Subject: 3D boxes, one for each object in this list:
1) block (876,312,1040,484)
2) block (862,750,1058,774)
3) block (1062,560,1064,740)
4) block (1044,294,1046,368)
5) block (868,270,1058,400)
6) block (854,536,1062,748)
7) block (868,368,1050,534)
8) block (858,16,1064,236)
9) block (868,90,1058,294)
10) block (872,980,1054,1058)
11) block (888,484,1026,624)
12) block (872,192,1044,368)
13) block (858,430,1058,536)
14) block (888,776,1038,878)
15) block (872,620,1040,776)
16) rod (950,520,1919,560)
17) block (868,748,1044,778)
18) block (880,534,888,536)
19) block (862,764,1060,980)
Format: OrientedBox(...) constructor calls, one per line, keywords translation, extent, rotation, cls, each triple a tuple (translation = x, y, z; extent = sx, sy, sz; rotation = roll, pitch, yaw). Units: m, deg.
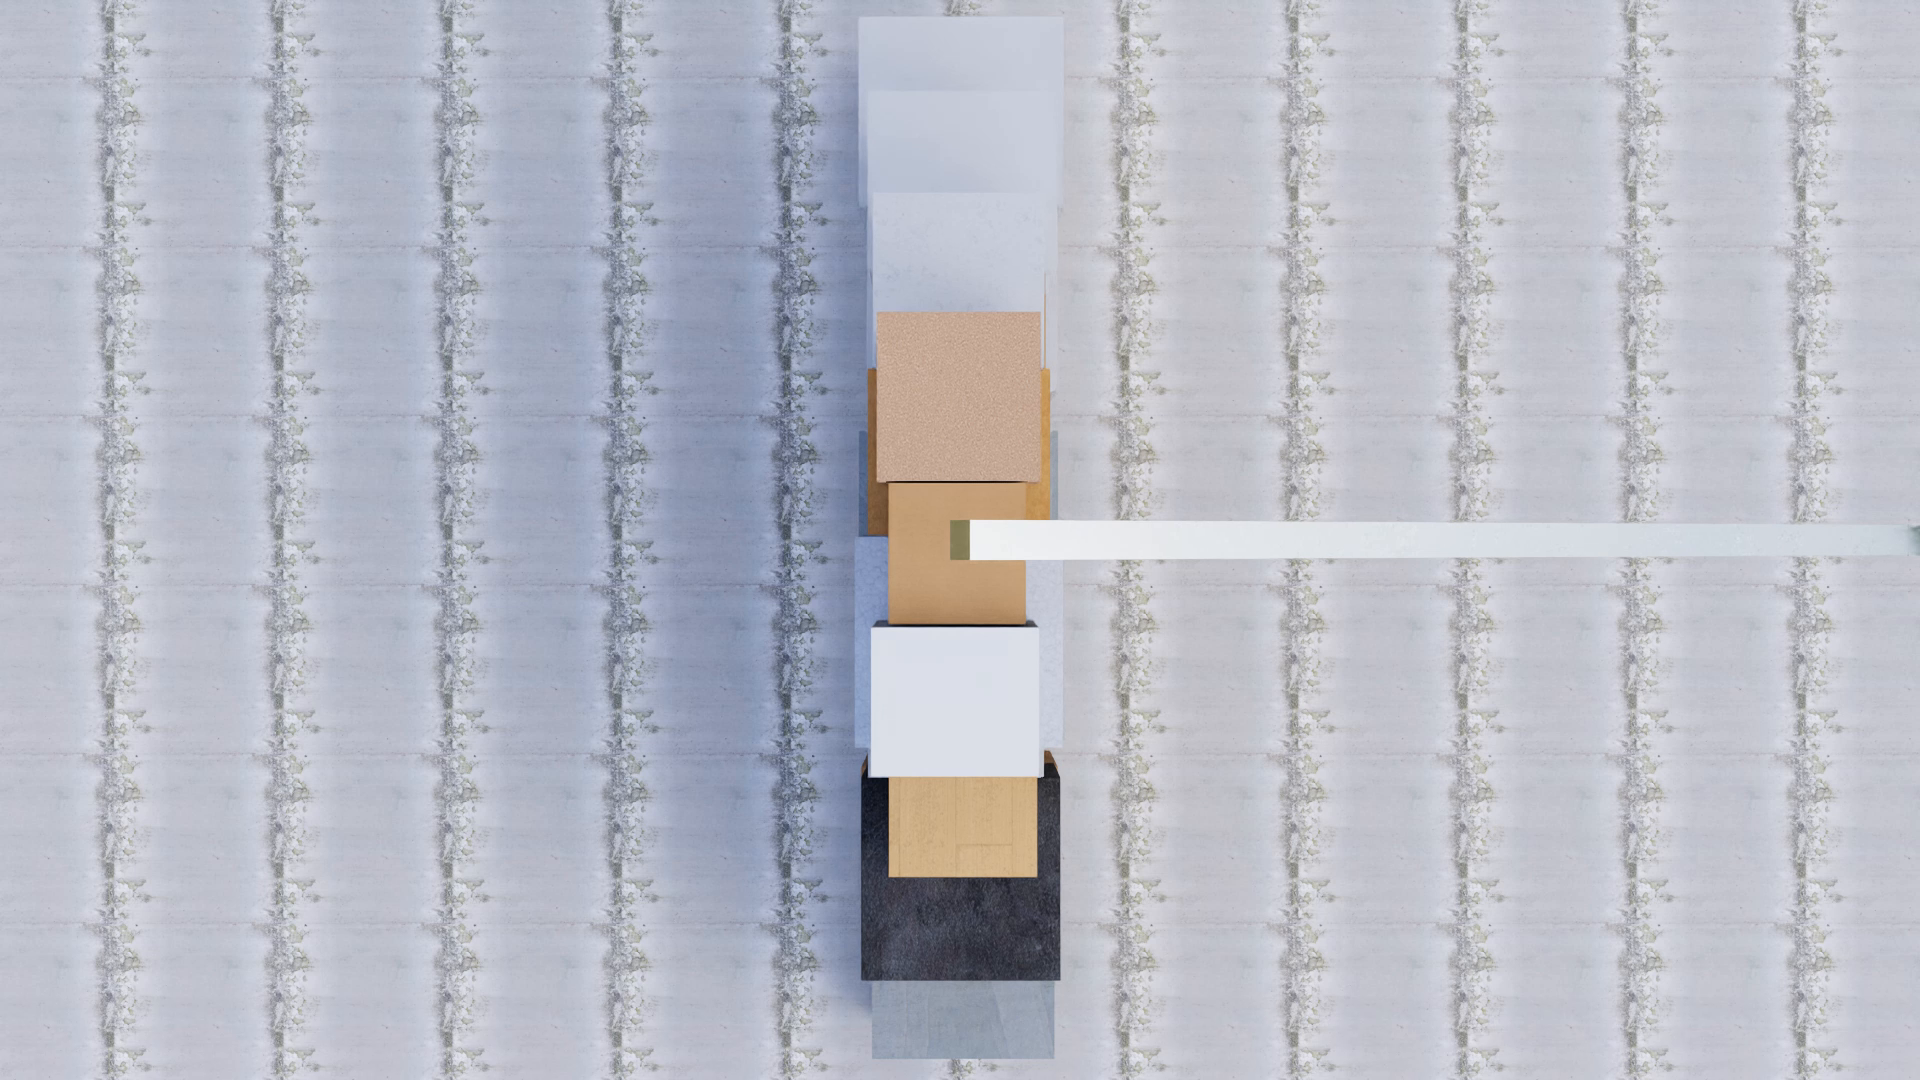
OrientedBox(translation=(-0.004, -0.577, 9.118), extent=(0.656, 0.638, 0.682), rotation=(0, 91, 0), cls="block")
OrientedBox(translation=(-0.002, 1.676, 11.540), extent=(0.988, 0.976, 1.058), rotation=(0, 89, 0), cls="block")
OrientedBox(translation=(0.008, 0.607, 12.552), extent=(1.133, 0.896, 0.987), rotation=(0, 90, 0), cls="block")
OrientedBox(translation=(0.007, -1.019, 11.561), extent=(0.849, 0.953, 0.934), rotation=(0, 90, 0), cls="block")
OrientedBox(translation=(0.013, -1.305, 12.519), extent=(1.043, 0.963, 0.973), rotation=(0, 90, 0), cls="block")
OrientedBox(translation=(-0.006, 0.432, 9.833), extent=(0.885, 0.940, 0.899), rotation=(0, 91, 0), cls="block")
OrientedBox(translation=(-0.005, -0.385, 9.833), extent=(0.784, 0.787, 0.714), rotation=(0, 91, 0), cls="block")
OrientedBox(translation=(0.006, -2.320, 12.462), extent=(1.110, 1.077, 1.036), rotation=(0, 90, 0), cls="block")
OrientedBox(translation=(0.011, -1.667, 10.652), extent=(0.880, 0.869, 0.834), rotation=(0, 89, 0), cls="block")
OrientedBox(translation=(0.018, 2.392, 12.513), extent=(0.998, 0.974, 0.892), rotation=(0, 90, 0), cls="block")
OrientedBox(translation=(-0.011, 0.052, 9.077), extent=(0.549, 0.565, 0.564), rotation=(0, 91, 0), cls="block")
OrientedBox(translation=(-0.006, -1.130, 9.854), extent=(0.740, 0.723, 0.757), rotation=(0, 91, 0), cls="block")
OrientedBox(translation=(-0.008, -0.088, 11.594), extent=(1.004, 1.023, 0.918), rotation=(0, 89, 0), cls="block")
OrientedBox(translation=(0.014, 1.189, 10.026), extent=(0.658, 0.537, 0.613), rotation=(0, 90, 0), cls="block")
OrientedBox(translation=(-0.019, 0.639, 9.036), extent=(0.665, 0.657, 0.590), rotation=(0, 91, 0), cls="block")
OrientedBox(translation=(2.234, 0.000, 5.755), extent=(5.200, 0.080, 0.080), rotation=(0, 90, -31), cls="rod")
OrientedBox(translation=(-0.018, 0.656, 10.693), extent=(0.824, 0.776, 0.909), rotation=(0, 91, 0), cls="block")
OrientedBox(translation=(-0.005, -0.155, 10.719), extent=(0.749, 0.728, 0.687), rotation=(0, 89, 0), cls="block")
OrientedBox(translation=(0.004, 1.592, 10.673), extent=(0.933, 0.759, 0.948), rotation=(0, 89, 0), cls="block")
